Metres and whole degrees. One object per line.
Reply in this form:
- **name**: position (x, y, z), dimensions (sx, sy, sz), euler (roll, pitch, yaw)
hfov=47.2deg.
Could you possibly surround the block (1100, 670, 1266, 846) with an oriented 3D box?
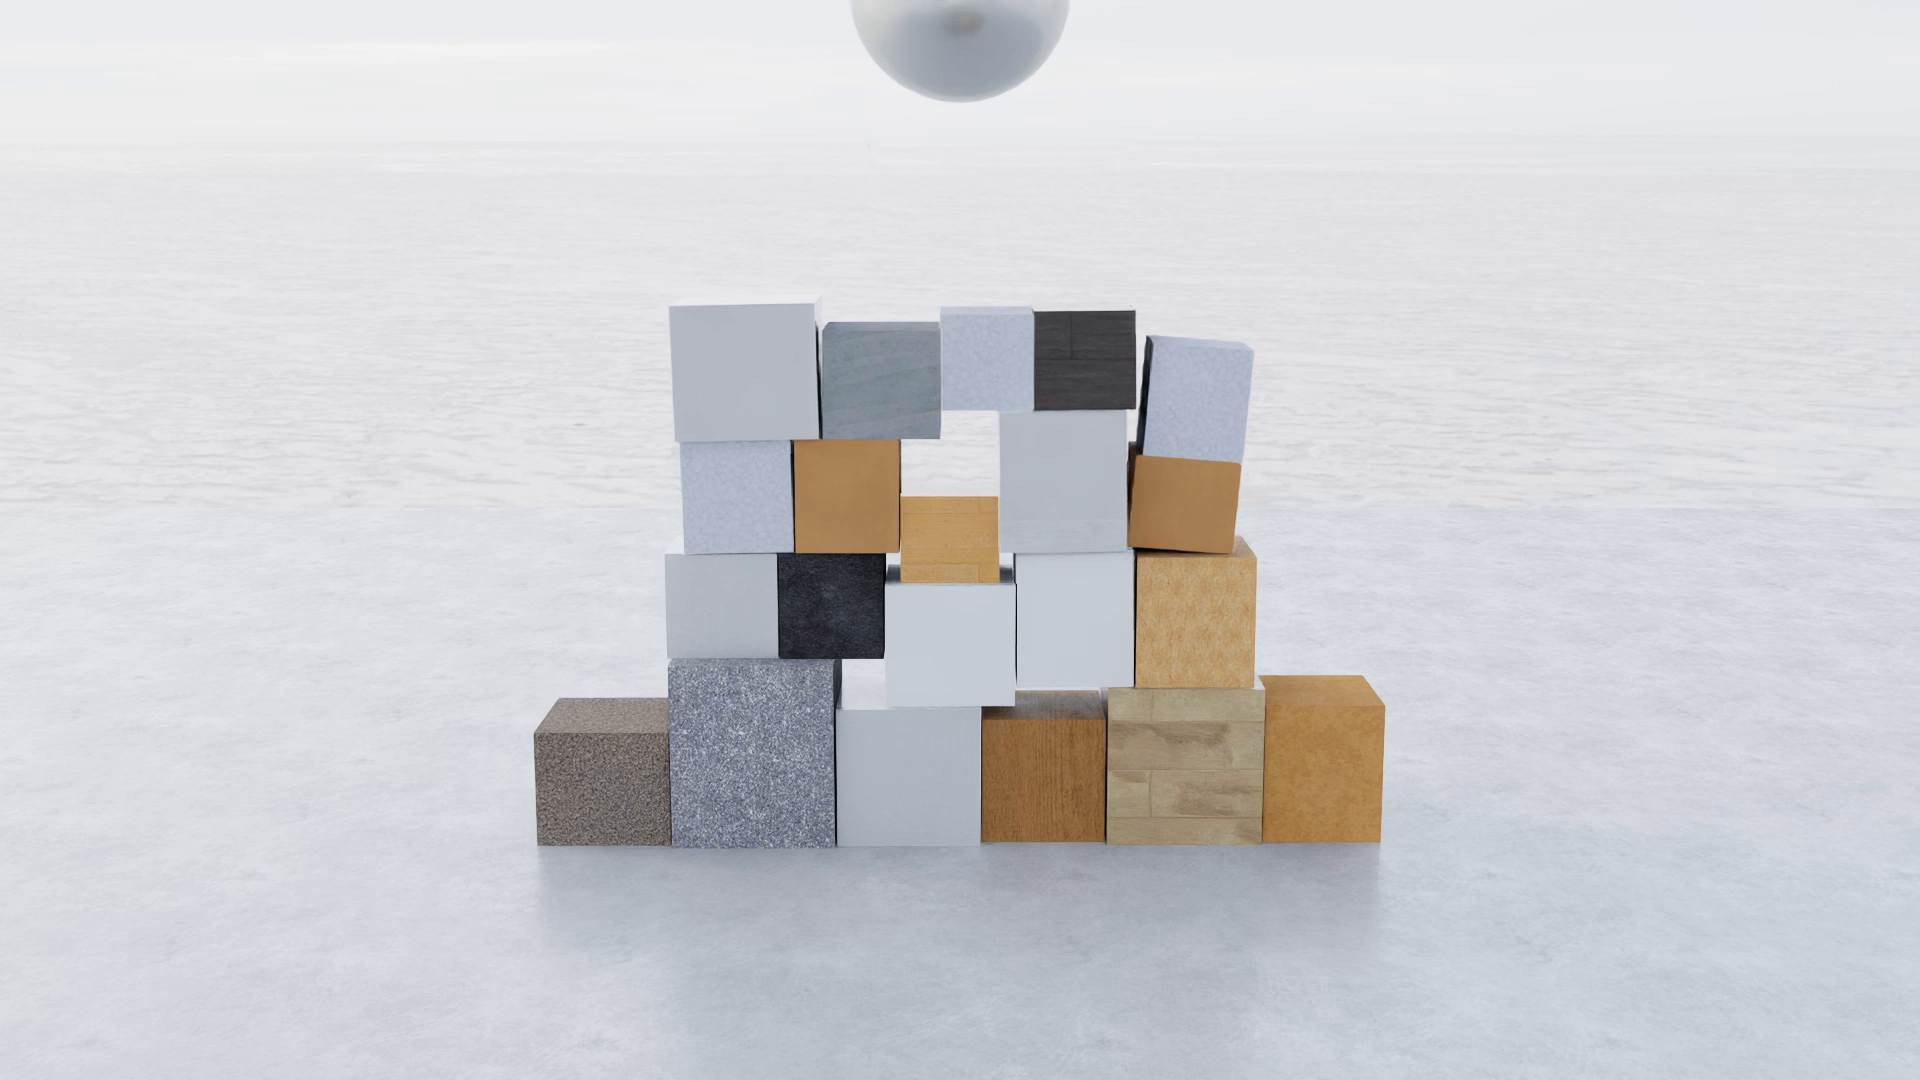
- **block**: position (1.131, 1.078, 11.377), dimensions (0.781, 0.808, 0.723), euler (0, 10, 0)

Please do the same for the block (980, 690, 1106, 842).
- **block**: position (0.421, 1.163, 11.381), dimensions (0.619, 0.640, 0.601), euler (0, 10, 0)

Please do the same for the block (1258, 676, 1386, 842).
- **block**: position (1.831, 1.123, 11.391), dimensions (0.600, 0.714, 0.642), euler (0, 10, 0)

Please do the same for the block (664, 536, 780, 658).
- **block**: position (-1.192, 0.285, 11.251), dimensions (0.560, 0.536, 0.517), euler (0, 10, 0)

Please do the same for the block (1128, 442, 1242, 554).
- **block**: position (1.116, -0.218, 11.160), dimensions (0.525, 0.463, 0.480), euler (5, 10, -1)

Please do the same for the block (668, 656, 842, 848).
- **block**: position (-1.037, 1.012, 11.375), dimensions (0.818, 0.939, 0.842), euler (0, 10, 0)

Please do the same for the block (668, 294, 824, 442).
- **block**: position (-1.052, -0.871, 11.030), dimensions (0.707, 0.666, 0.622), euler (-1, 10, 0)

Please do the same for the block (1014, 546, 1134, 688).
- **block**: position (0.572, 0.340, 11.247), dimensions (0.583, 0.696, 0.607), euler (-1, 10, 0)

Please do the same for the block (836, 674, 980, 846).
- **block**: position (-0.258, 1.127, 11.387), dimensions (0.720, 0.708, 0.746), euler (0, 10, 0)

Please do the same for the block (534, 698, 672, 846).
- **block**: position (-1.794, 1.189, 11.387), dimensions (0.674, 0.586, 0.715), euler (0, 10, 0)

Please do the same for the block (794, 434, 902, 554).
- **block**: position (-0.559, -0.261, 11.116), dimensions (0.513, 0.568, 0.523), euler (0, 10, 0)

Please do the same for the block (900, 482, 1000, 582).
- **block**: position (-0.050, -0.041, 11.163), dimensions (0.493, 0.439, 0.449), euler (0, 10, 0)

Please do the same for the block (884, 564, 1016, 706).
- **block**: position (-0.049, 0.479, 11.250), dimensions (0.649, 0.616, 0.570), euler (0, 10, 0)

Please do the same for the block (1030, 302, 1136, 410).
- **block**: position (0.611, -0.927, 11.029), dimensions (0.496, 0.486, 0.550), euler (-1, 10, 0)

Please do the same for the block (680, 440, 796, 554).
- **block**: position (-1.104, -0.260, 11.128), dimensions (0.545, 0.568, 0.514), euler (-1, 10, 0)

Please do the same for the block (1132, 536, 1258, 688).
- **block**: position (1.175, 0.356, 11.249), dimensions (0.593, 0.659, 0.620), euler (0, 10, 0)

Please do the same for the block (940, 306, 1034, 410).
- **block**: position (0.132, -0.915, 11.023), dimensions (0.458, 0.472, 0.537), euler (0, 10, 0)

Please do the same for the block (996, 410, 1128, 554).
- **block**: position (0.508, -0.343, 11.125), dimensions (0.625, 0.694, 0.688), euler (-1, 10, 0)

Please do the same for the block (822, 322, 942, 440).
- **block**: position (-0.386, -0.807, 11.037), dimensions (0.576, 0.533, 0.563), euler (0, 10, 0)

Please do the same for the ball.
- **ball**: position (0.000, -3.933, 15.705), dimensions (1.600, 1.600, 1.600), euler (0, 10, 0)

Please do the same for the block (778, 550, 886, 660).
- **block**: position (-0.643, 0.283, 11.237), dimensions (0.519, 0.545, 0.519), euler (0, 10, 0)

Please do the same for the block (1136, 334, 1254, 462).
- **block**: position (1.174, -0.715, 11.055), dimensions (0.495, 0.559, 0.457), euler (5, 10, -1)
